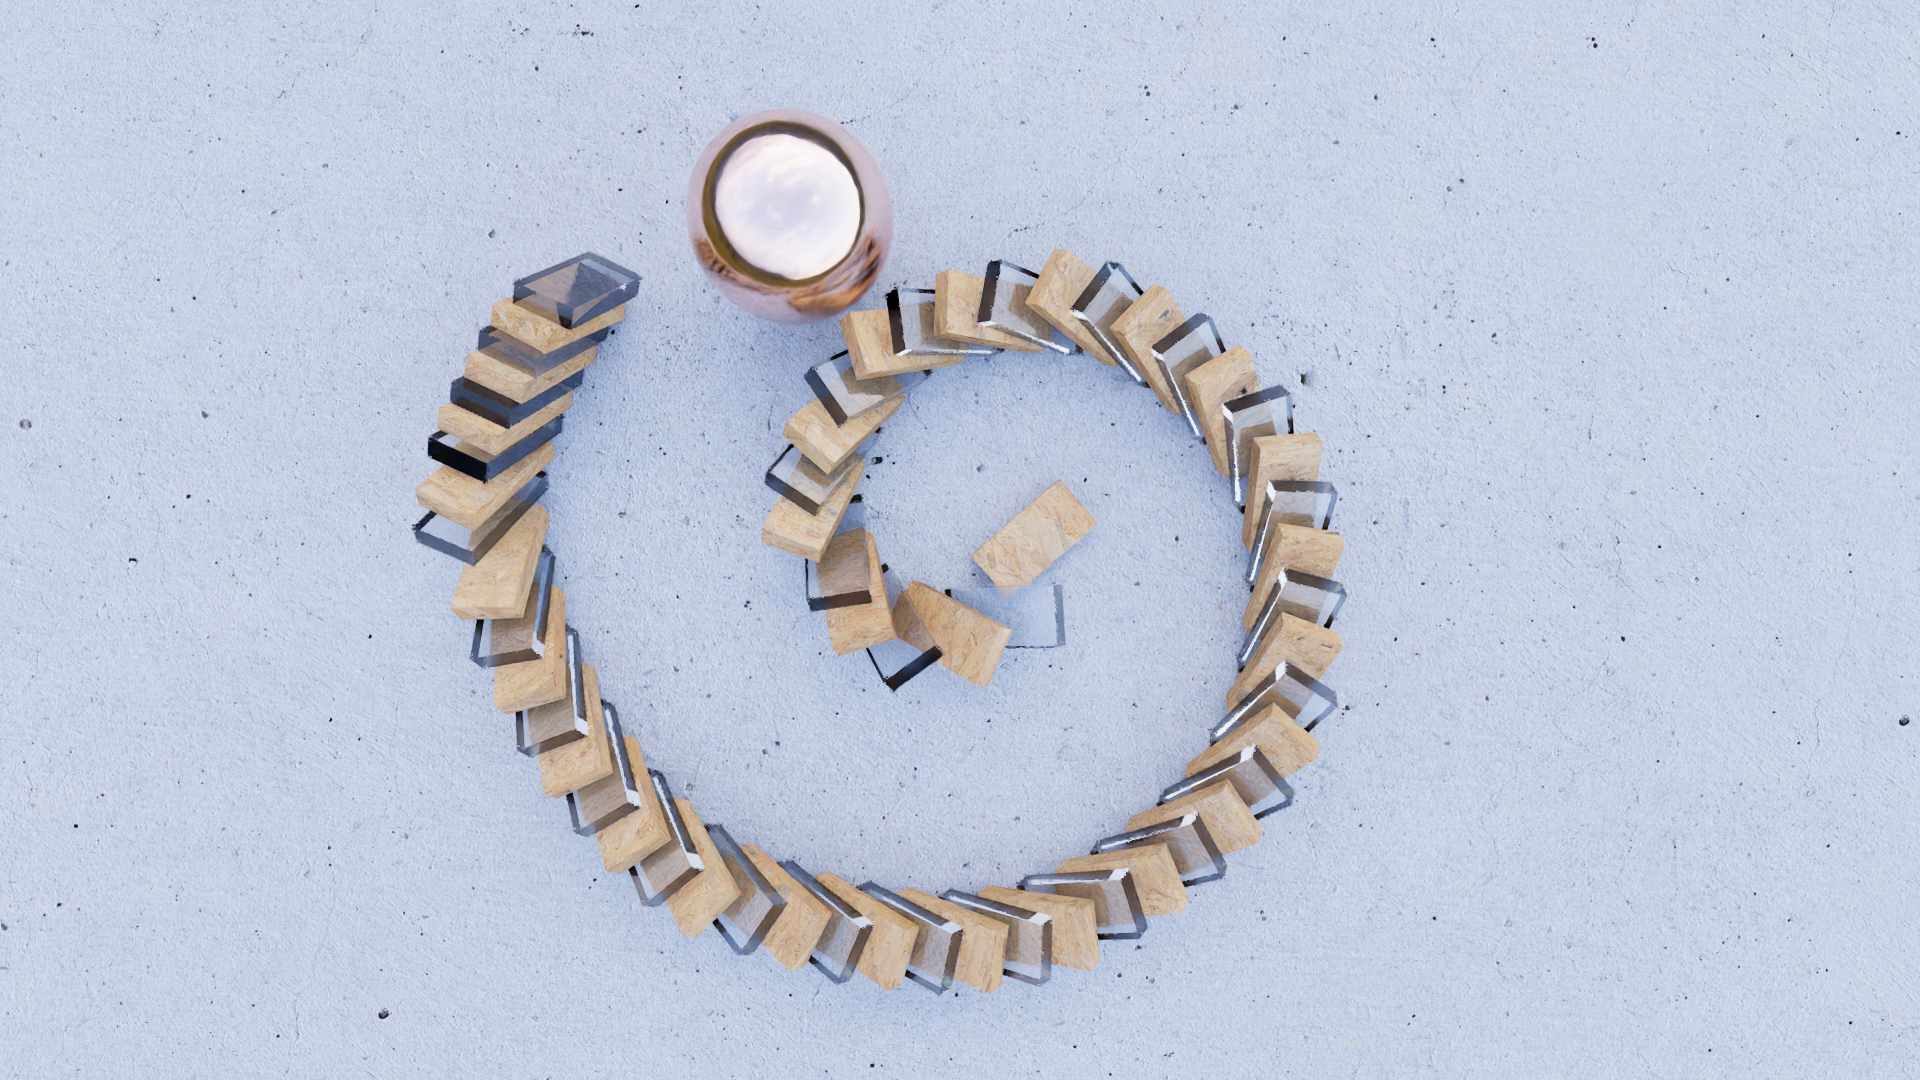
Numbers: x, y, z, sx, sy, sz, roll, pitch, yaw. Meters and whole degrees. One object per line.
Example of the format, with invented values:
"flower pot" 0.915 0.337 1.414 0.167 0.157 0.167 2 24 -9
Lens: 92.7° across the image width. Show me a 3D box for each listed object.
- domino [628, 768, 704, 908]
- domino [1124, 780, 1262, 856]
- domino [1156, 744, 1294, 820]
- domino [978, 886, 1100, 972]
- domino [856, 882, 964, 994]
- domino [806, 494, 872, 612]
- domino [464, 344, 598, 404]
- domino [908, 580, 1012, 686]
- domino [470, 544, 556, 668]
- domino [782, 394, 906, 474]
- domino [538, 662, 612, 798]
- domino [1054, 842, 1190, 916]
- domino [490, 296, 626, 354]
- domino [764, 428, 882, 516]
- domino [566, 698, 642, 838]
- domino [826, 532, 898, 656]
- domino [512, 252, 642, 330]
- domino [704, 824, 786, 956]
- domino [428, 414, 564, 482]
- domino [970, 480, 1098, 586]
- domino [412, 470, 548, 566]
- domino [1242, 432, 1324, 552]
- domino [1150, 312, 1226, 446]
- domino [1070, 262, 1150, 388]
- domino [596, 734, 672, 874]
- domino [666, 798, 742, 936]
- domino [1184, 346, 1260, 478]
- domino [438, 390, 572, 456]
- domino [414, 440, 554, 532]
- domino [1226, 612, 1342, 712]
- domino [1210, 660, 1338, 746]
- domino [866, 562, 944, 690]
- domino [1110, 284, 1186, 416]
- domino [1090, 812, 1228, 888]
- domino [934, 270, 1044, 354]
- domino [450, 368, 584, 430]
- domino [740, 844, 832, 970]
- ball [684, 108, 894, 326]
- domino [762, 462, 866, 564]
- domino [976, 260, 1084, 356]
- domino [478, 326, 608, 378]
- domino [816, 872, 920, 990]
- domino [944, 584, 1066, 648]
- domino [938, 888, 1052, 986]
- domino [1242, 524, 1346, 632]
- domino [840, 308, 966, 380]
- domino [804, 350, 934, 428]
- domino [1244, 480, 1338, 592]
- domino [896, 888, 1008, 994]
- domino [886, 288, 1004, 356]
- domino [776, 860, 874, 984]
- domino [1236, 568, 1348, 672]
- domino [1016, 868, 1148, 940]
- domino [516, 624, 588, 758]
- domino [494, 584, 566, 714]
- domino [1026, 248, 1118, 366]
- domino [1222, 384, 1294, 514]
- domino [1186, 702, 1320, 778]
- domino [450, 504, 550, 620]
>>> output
"domino" -0.128 0.123 0.382 0.025 0.010 0.050 -39 57 0
"domino" 0.097 0.121 0.382 0.050 0.010 0.025 -35 91 33
"domino" 0.110 0.108 0.382 0.050 0.010 0.025 -40 91 33
"domino" 0.032 0.161 0.382 0.050 0.009 0.025 -6 90 33
"domino" -0.024 0.165 0.383 0.050 0.010 0.025 12 90 33
"domino" -0.051 0.005 0.381 0.025 0.010 0.050 -9 53 0
"domino" -0.175 -0.074 0.377 0.025 0.050 0.010 25 123 0
"domino" -0.005 0.038 0.381 0.050 0.010 0.025 25 94 36
"domino" -0.186 0.027 0.382 0.025 0.009 0.050 -10 57 0
"domino" -0.048 -0.052 0.382 0.025 0.010 0.050 41 54 0
"domino" -0.163 0.079 0.383 0.025 0.009 0.050 -25 58 0
"domino" 0.067 0.144 0.383 0.050 0.009 0.025 -23 90 33
"domino" -0.163 -0.094 0.376 0.025 0.050 0.010 27 123 3
"domino" -0.056 -0.035 0.381 0.025 0.010 0.050 33 54 1
"domino" -0.152 0.095 0.383 0.025 0.010 0.050 -30 58 0
"domino" -0.044 0.022 0.381 0.025 0.009 0.050 -17 53 1
"domino" -0.156 -0.103 0.377 0.025 0.050 0.010 25 123 0
"domino" -0.097 0.145 0.382 0.050 0.009 0.025 35 90 33
"domino" -0.189 -0.043 0.377 0.025 0.050 0.009 25 123 0
"domino" 0.032 0.000 0.395 0.050 0.010 0.025 -41 90 0
"domino" -0.197 -0.014 0.379 0.025 0.010 0.050 23 47 0
"domino" 0.134 -0.019 0.382 0.025 0.009 0.050 -6 124 0
"domino" 0.101 -0.067 0.382 0.025 0.009 0.050 -36 124 0
"domino" 0.070 -0.089 0.382 0.050 0.009 0.025 38 89 -34
"domino" -0.141 0.110 0.383 0.025 0.010 0.050 -34 58 0
"domino" -0.114 0.136 0.382 0.025 0.010 0.050 -44 57 0
"domino" 0.113 -0.053 0.382 0.025 0.009 0.050 -30 124 0
"domino" -0.186 -0.054 0.377 0.025 0.050 0.009 25 123 0
"domino" -0.195 -0.028 0.379 0.025 0.010 0.050 26 47 2
"domino" 0.134 0.055 0.382 0.025 0.010 0.050 20 124 0
"domino" 0.130 0.075 0.382 0.025 0.010 0.050 33 124 0
"domino" -0.029 0.035 0.380 0.025 0.009 0.050 -36 51 2
"domino" 0.086 -0.079 0.382 0.025 0.009 0.050 -45 124 0
"domino" 0.082 0.133 0.382 0.050 0.010 0.025 -29 90 33
"domino" 0.013 -0.094 0.382 0.050 0.009 0.025 2 90 -34
"domino" -0.181 -0.064 0.377 0.025 0.050 0.010 25 123 0
"domino" -0.079 0.152 0.383 0.050 0.009 0.025 27 90 33
"ball" -0.066 -0.126 0.360 0.080 0.080 0.080 0 90 0
"domino" -0.060 -0.016 0.381 0.025 0.009 0.050 20 53 1
"domino" 0.032 -0.096 0.382 0.050 0.009 0.025 10 90 -35
"domino" -0.170 -0.084 0.376 0.025 0.050 0.009 25 123 0
"domino" -0.043 0.162 0.383 0.050 0.009 0.025 17 90 33
"domino" 0.018 0.032 0.384 0.050 0.010 0.025 -3 90 28
"domino" 0.014 0.165 0.382 0.050 0.010 0.025 1 91 33
"domino" 0.138 0.018 0.382 0.025 0.010 0.050 8 123 0
"domino" -0.023 -0.083 0.382 0.050 0.010 0.025 -16 89 -35
"domino" -0.037 -0.069 0.381 0.050 0.009 0.025 -35 90 -37
"domino" 0.137 -0.001 0.382 0.025 0.009 0.050 2 123 0
"domino" -0.005 0.166 0.382 0.050 0.010 0.025 7 91 33
"domino" -0.005 -0.090 0.382 0.050 0.009 0.025 -8 90 -35
"domino" -0.061 0.159 0.383 0.050 0.010 0.025 23 90 32
"domino" 0.137 0.037 0.382 0.025 0.009 0.050 15 123 0
"domino" 0.050 0.153 0.382 0.050 0.009 0.025 -18 90 33
"domino" -0.172 0.062 0.383 0.025 0.010 0.050 -21 58 0
"domino" -0.179 0.045 0.383 0.025 0.010 0.050 -16 58 0
"domino" 0.053 -0.096 0.382 0.050 0.009 0.025 28 89 -35
"domino" 0.125 -0.037 0.382 0.025 0.009 0.050 -18 124 0
"domino" 0.121 0.092 0.382 0.025 0.009 0.050 41 123 0
"domino" -0.191 0.009 0.382 0.025 0.010 0.050 -2 56 0
